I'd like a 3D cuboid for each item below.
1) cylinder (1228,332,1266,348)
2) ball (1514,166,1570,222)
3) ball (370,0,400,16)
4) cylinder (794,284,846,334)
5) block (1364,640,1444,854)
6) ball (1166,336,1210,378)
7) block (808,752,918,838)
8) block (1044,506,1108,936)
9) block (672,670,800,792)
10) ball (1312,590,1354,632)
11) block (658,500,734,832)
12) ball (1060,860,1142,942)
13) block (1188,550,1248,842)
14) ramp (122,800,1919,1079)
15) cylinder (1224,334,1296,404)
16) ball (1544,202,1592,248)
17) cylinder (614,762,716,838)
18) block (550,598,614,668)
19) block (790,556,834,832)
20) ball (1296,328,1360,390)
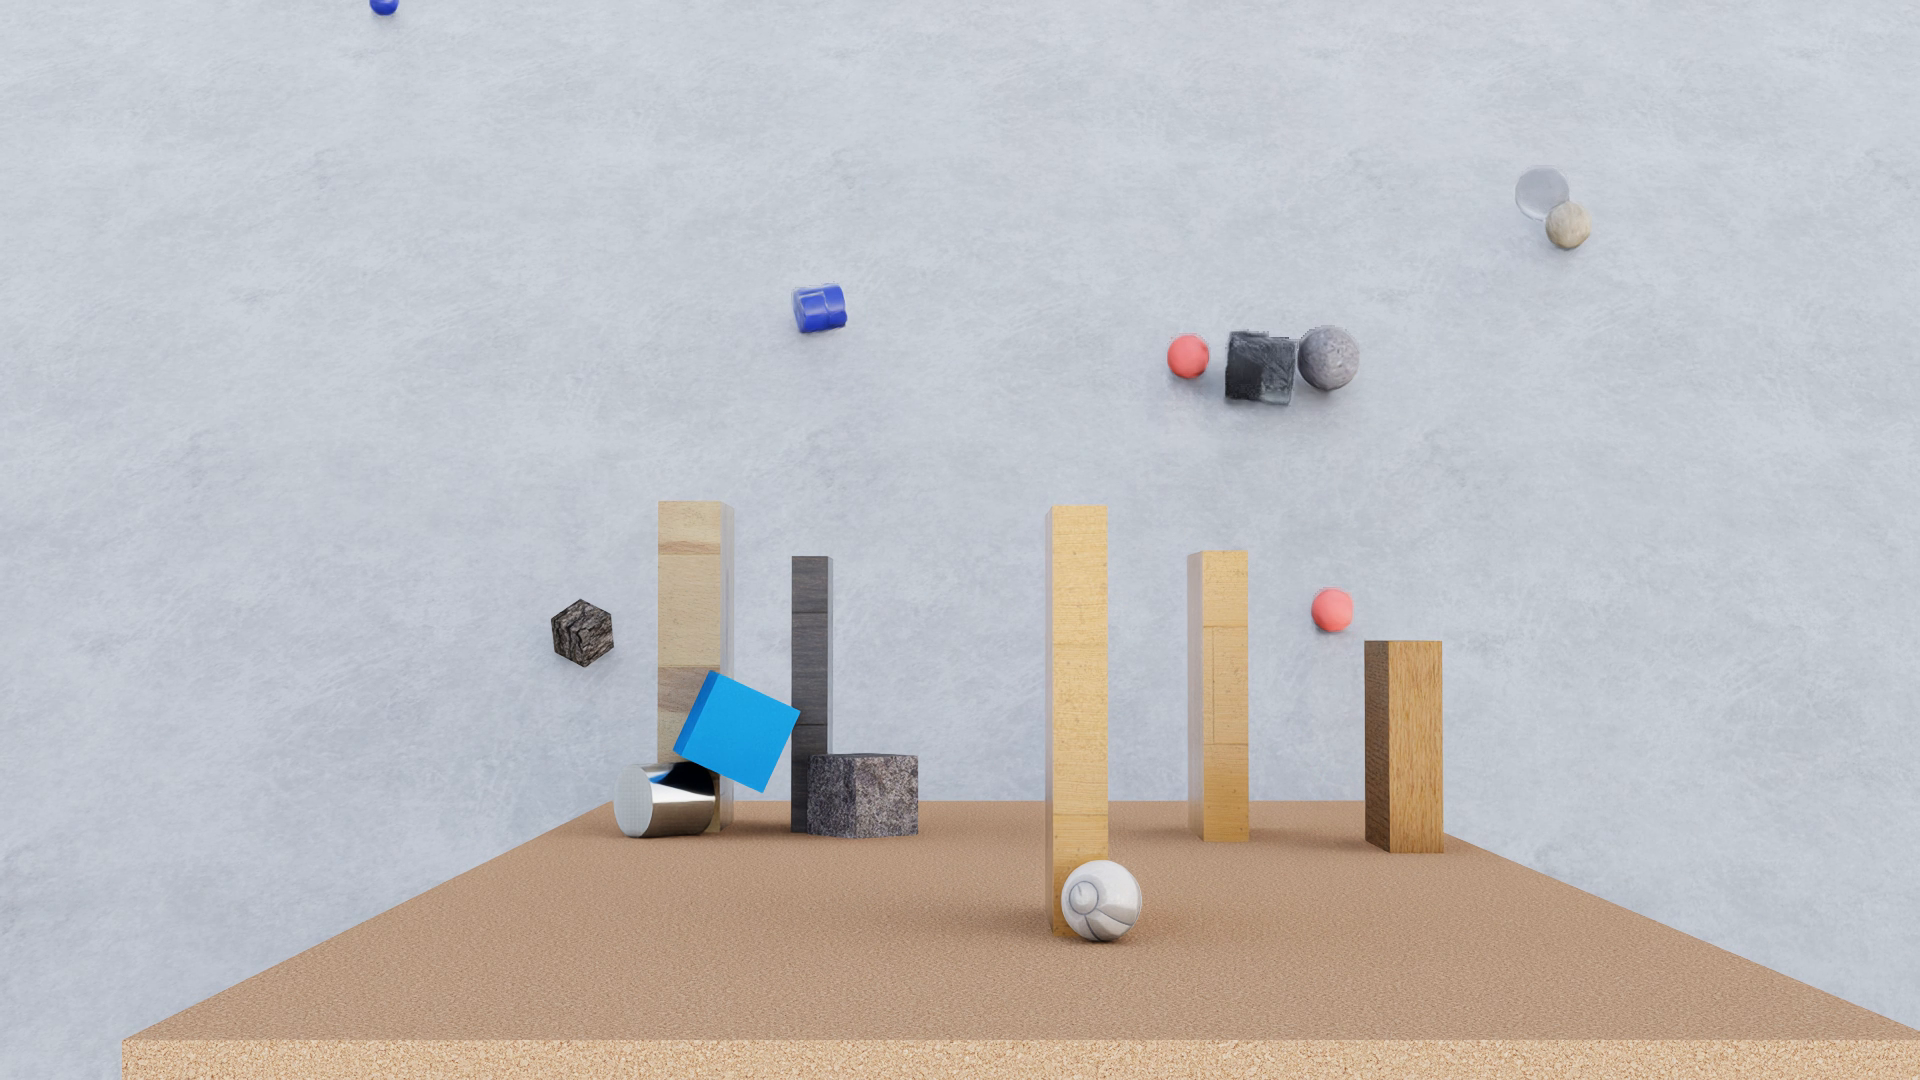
[{"bbox_3d":[0.964,-0.635,8.735,0.125,0.125,0.125,3,36,4],"label":"cylinder"},{"bbox_3d":[2.148,-1.276,9.577,0.200,0.200,0.200,0,35,0],"label":"ball"},{"bbox_3d":[-2.454,-2.296,11.074,0.125,0.125,0.125,0,35,0],"label":"ball"},{"bbox_3d":[-0.483,-0.796,8.947,0.149,0.149,0.149,-11,37,-15],"label":"cylinder"},{"bbox_3d":[0.922,0.424,5.410,0.108,0.428,0.318,0,-2,0],"label":"block"},{"bbox_3d":[0.763,-0.613,8.694,0.144,0.144,0.144,0,35,0],"label":"ball"},{"bbox_3d":[-0.215,0.562,5.731,0.174,0.174,0.174,2,-3,-41],"label":"block"},{"bbox_3d":[0.178,0.272,4.014,0.081,0.635,0.362,0,-2,0],"label":"block"},{"bbox_3d":[-0.492,0.419,5.705,0.195,0.195,0.195,26,-6,-10],"label":"block"},{"bbox_3d":[1.085,0.205,7.563,0.124,0.124,0.124,0,35,0],"label":"ball"},{"bbox_3d":[-0.605,0.288,5.983,0.140,0.739,0.361,0,-2,0],"label":"block"},{"bbox_3d":[0.205,0.522,3.765,0.118,0.118,0.118,0,35,0],"label":"ball"},{"bbox_3d":[0.567,0.339,5.736,0.096,0.620,0.385,0,-2,0],"label":"block"},{"bbox_3d":[0.078,0.669,4.855,2.000,0.100,4.000,0,-2,0],"label":"ramp"},{"bbox_3d":[0.991,-0.562,8.563,0.210,0.210,0.210,7,36,10],"label":"cylinder"},{"bbox_3d":[2.205,-1.141,9.415,0.168,0.168,0.168,0,35,0],"label":"ball"},{"bbox_3d":[-0.647,0.567,5.678,0.160,0.160,0.160,2,28,-39],"label":"cylinder"},{"bbox_3d":[-1.086,0.268,7.478,0.121,0.121,0.121,24,42,30],"label":"block"},{"bbox_3d":[-0.335,0.347,5.906,0.081,0.615,0.243,0,-2,0],"label":"block"},{"bbox_3d":[1.221,-0.600,8.622,0.207,0.207,0.207,0,35,0],"label":"ball"}]
